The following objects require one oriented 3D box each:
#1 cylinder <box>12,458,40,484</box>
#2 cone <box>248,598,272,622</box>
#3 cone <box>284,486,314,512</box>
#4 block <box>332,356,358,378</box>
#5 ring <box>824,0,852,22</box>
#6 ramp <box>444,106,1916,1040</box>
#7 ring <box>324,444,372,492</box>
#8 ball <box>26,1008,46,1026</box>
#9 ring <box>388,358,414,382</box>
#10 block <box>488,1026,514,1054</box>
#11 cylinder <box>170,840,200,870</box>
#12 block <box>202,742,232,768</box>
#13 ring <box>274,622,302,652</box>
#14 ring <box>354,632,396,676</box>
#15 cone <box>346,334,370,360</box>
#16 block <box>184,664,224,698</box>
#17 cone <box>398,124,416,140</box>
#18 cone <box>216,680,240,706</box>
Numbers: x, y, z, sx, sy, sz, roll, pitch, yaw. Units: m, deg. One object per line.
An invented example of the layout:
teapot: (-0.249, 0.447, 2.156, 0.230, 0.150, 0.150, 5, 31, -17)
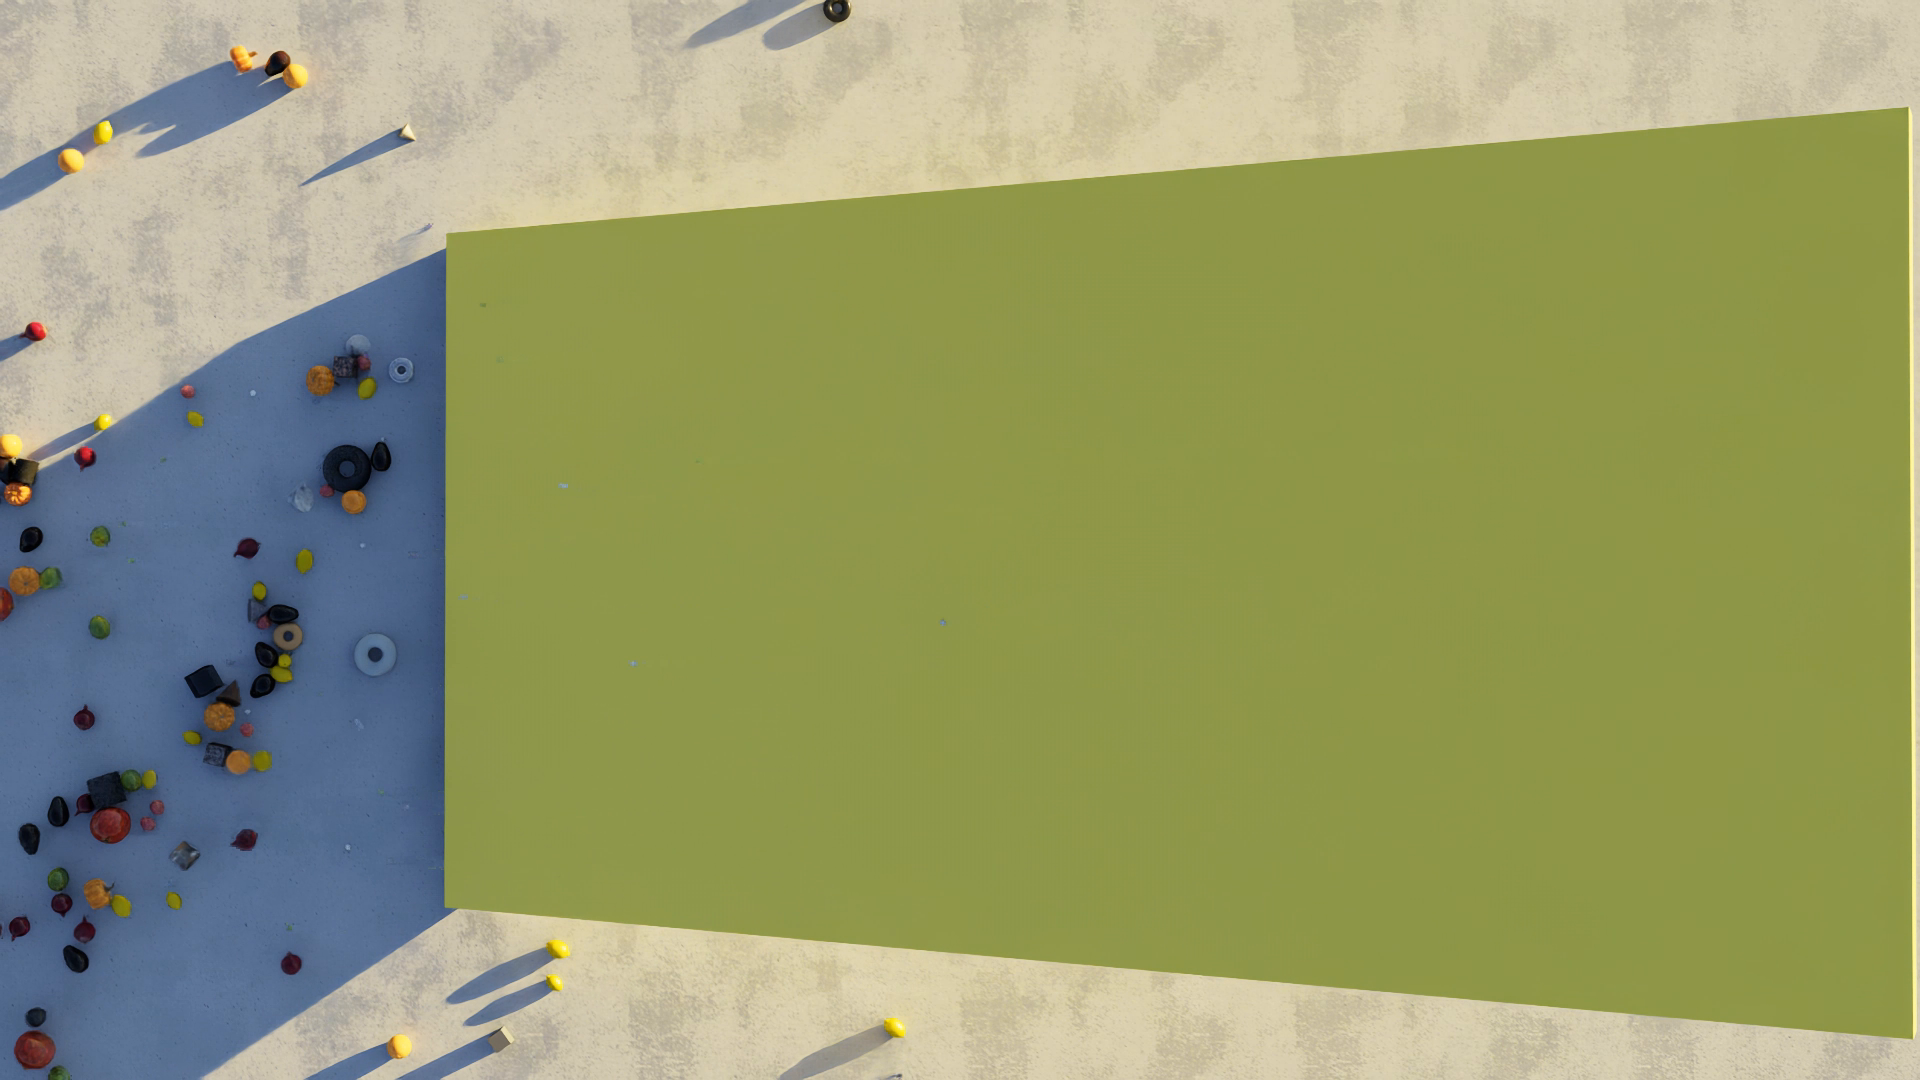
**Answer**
cylinder: (-2.800, -0.207, 6.586, 0.065, 0.065, 0.065, 15, 89, 0)
cone: (-2.095, 0.211, 6.598, 0.071, 0.071, 0.071, 1, 89, -27)
cone: (-1.998, -0.123, 6.600, 0.077, 0.077, 0.077, 0, 89, 27)
block: (-1.842, -0.518, 6.593, 0.058, 0.058, 0.058, 5, 89, 0)
ring: (-0.369, -1.601, 6.619, 0.086, 0.029, 0.086, 0, 91, 0)
ramp: (0.279, 0.079, 5.665, 4.000, 0.100, 2.000, 0, 89, 27)
ring: (-1.838, -0.213, 6.595, 0.145, 0.048, 0.145, 0, 90, -1)
ball: (-2.760, 1.426, 6.572, 0.056, 0.056, 0.056, 0, 89, 0)
ring: (-1.678, -0.510, 6.609, 0.077, 0.026, 0.077, 0, 88, 0)
block: (-1.373, 1.494, 6.574, 0.051, 0.051, 0.051, -36, 90, 0)
cylinder: (-2.317, 0.943, 6.575, 0.062, 0.062, 0.062, 44, 90, 4)
block: (-2.222, 0.642, 6.580, 0.058, 0.058, 0.058, 14, 89, 0)
ring: (-2.016, 0.289, 6.598, 0.089, 0.030, 0.089, 0, 89, -1)
ring: (-1.752, 0.343, 6.591, 0.130, 0.043, 0.130, 0, 91, 0)
cone: (-1.812, -0.582, 6.585, 0.075, 0.075, 0.075, 0, 89, 0)
block: (-2.260, 0.423, 6.576, 0.071, 0.071, 0.071, -30, 89, 0)
cone: (-1.658, -1.218, 6.618, 0.051, 0.051, 0.051, 38, 89, -26)
cone: (-2.184, 0.451, 6.595, 0.072, 0.072, 0.072, 11, 63, 0)
